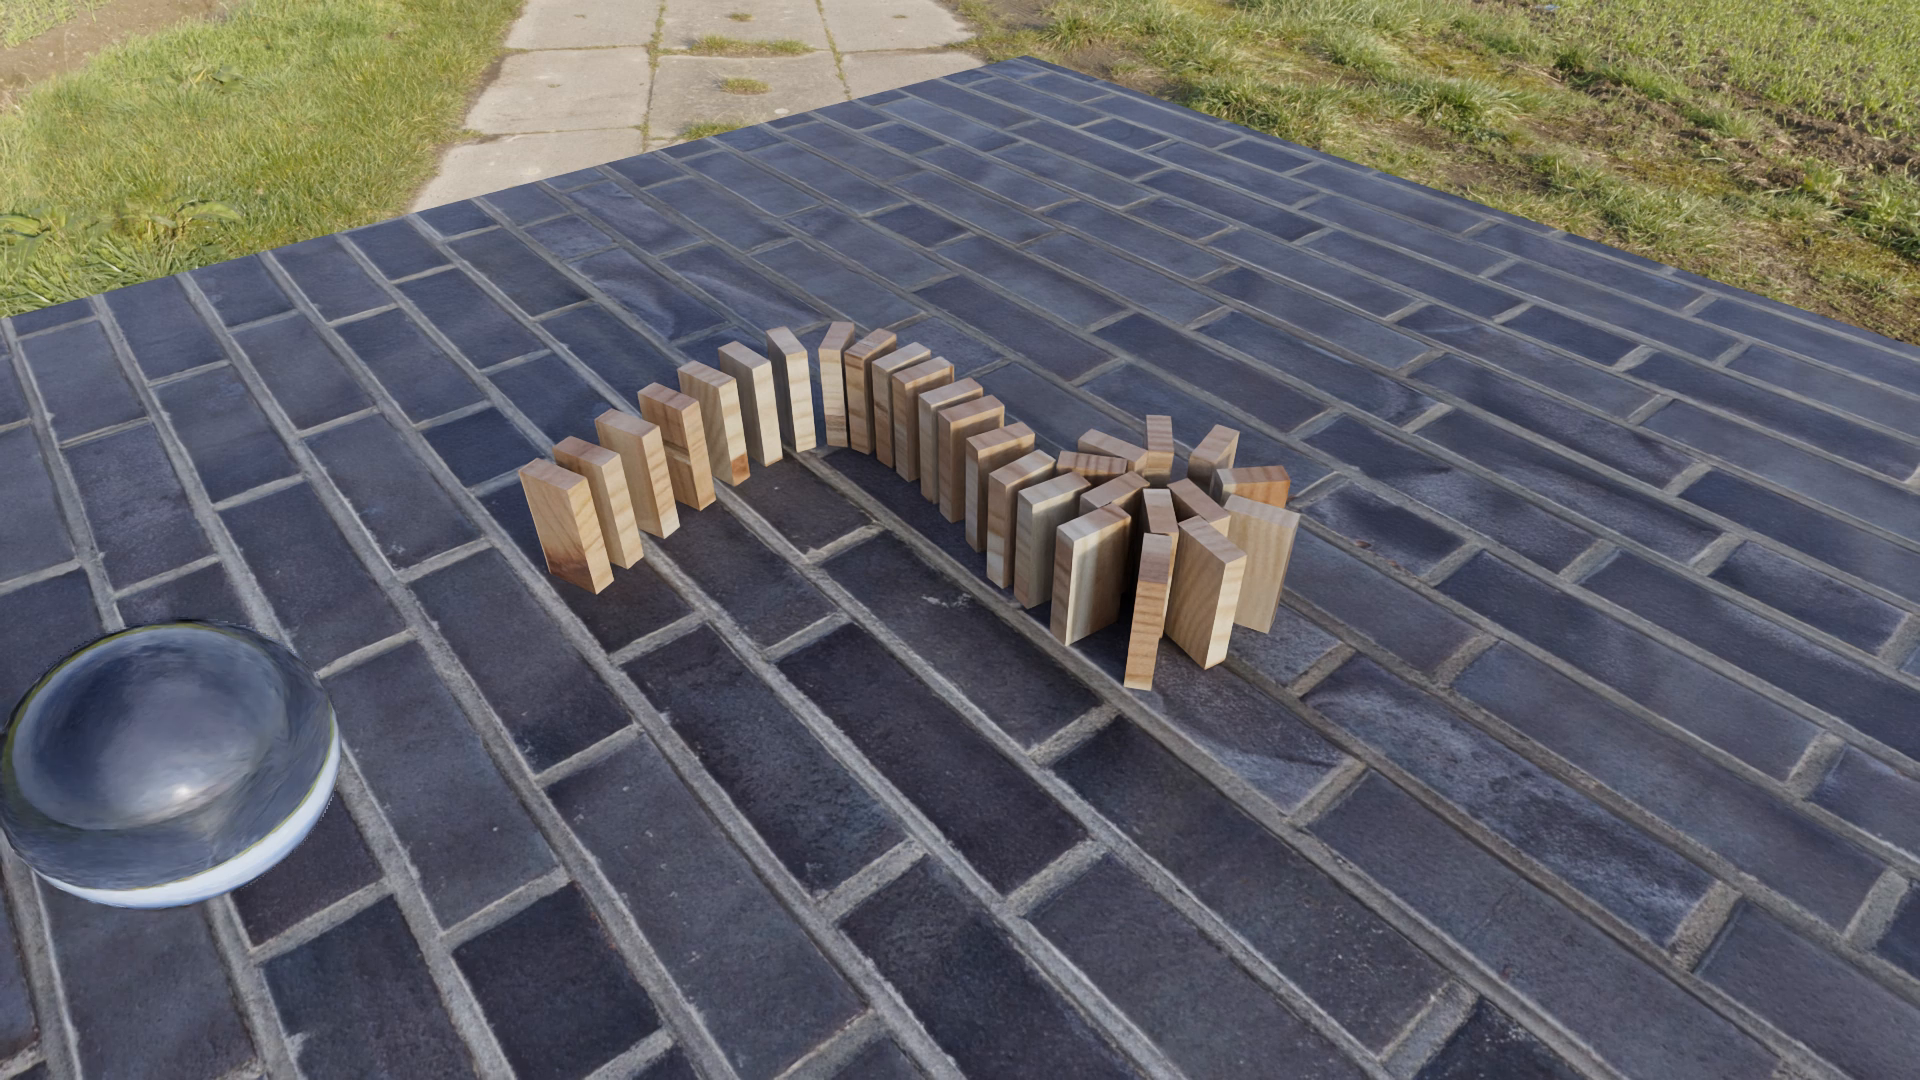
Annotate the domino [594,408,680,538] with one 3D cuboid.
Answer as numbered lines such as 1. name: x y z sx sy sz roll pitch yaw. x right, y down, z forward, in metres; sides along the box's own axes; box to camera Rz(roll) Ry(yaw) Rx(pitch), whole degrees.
1. domino: -0.130 -0.026 0.444 0.025 0.050 0.009 20 43 23

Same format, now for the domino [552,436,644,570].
1. domino: -0.141 -0.014 0.429 0.025 0.050 0.009 20 43 22

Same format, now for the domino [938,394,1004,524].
1. domino: 0.005 -0.033 0.452 0.025 0.050 0.009 -21 44 -23

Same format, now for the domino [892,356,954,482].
1. domino: -0.015 -0.052 0.475 0.025 0.050 0.009 -26 46 -28

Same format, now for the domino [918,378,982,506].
1. domino: -0.004 -0.041 0.462 0.025 0.050 0.009 -23 44 -25

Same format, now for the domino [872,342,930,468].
1. domino: -0.025 -0.059 0.484 0.025 0.050 0.010 -31 49 -32

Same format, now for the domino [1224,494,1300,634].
1. domino: 0.105 0.009 0.400 0.025 0.050 0.010 19 43 21

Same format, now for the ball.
1. ball: -0.221 0.063 0.311 0.080 0.080 0.080 0 39 0

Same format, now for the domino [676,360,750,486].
1. domino: -0.105 -0.050 0.472 0.025 0.050 0.009 25 46 28

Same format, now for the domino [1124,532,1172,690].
1. domino: 0.065 0.025 0.381 0.009 0.050 0.025 8 40 9

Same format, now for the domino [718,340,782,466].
1. domino: -0.092 -0.060 0.484 0.010 0.050 0.025 -32 49 -33

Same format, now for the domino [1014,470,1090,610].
1. domino: 0.034 0.000 0.411 0.025 0.050 0.010 -21 44 -23

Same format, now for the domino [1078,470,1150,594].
1. domino: 0.056 0.001 0.410 0.025 0.050 0.009 -25 46 -27

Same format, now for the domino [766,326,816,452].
1. domino: -0.076 -0.067 0.494 0.010 0.050 0.025 -19 43 -21

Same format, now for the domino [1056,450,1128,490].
1. domino: 0.049 -0.010 0.423 0.025 0.050 0.009 8 40 10

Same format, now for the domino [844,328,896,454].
1. domino: -0.039 -0.066 0.492 0.009 0.050 0.025 22 44 25

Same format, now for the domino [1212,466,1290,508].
1. domino: 0.107 -0.004 0.417 0.025 0.050 0.009 -4 39 -4

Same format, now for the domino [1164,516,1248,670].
1. domino: 0.085 0.019 0.388 0.009 0.050 0.025 -21 44 -23

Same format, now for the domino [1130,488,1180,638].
1. domino: 0.070 0.009 0.401 0.009 0.050 0.025 0 39 1

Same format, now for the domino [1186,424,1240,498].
1. domino: 0.097 -0.017 0.433 0.009 0.050 0.025 22 44 25

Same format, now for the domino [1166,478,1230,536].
1. domino: 0.084 0.005 0.405 0.010 0.050 0.025 -18 43 -21

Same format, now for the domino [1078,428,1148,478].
1. domino: 0.058 -0.017 0.432 0.025 0.050 0.010 26 46 28

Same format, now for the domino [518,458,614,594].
1. domino: -0.149 -0.005 0.417 0.025 0.050 0.010 20 43 23

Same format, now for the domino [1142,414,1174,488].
1. domino: 0.077 -0.022 0.438 0.009 0.050 0.025 4 39 4

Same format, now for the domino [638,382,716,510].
1. domino: -0.118 -0.039 0.459 0.025 0.050 0.009 23 45 26

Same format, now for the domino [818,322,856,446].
1. domino: -0.054 -0.070 0.497 0.009 0.050 0.025 6 40 7

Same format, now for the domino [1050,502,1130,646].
1. domino: 0.046 0.013 0.396 0.025 0.050 0.009 -23 44 -25

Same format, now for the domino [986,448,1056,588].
1. domino: 0.023 -0.008 0.421 0.025 0.050 0.009 -28 47 -30

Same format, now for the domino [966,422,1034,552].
1. domino: 0.015 -0.021 0.437 0.025 0.050 0.009 -19 43 -22
